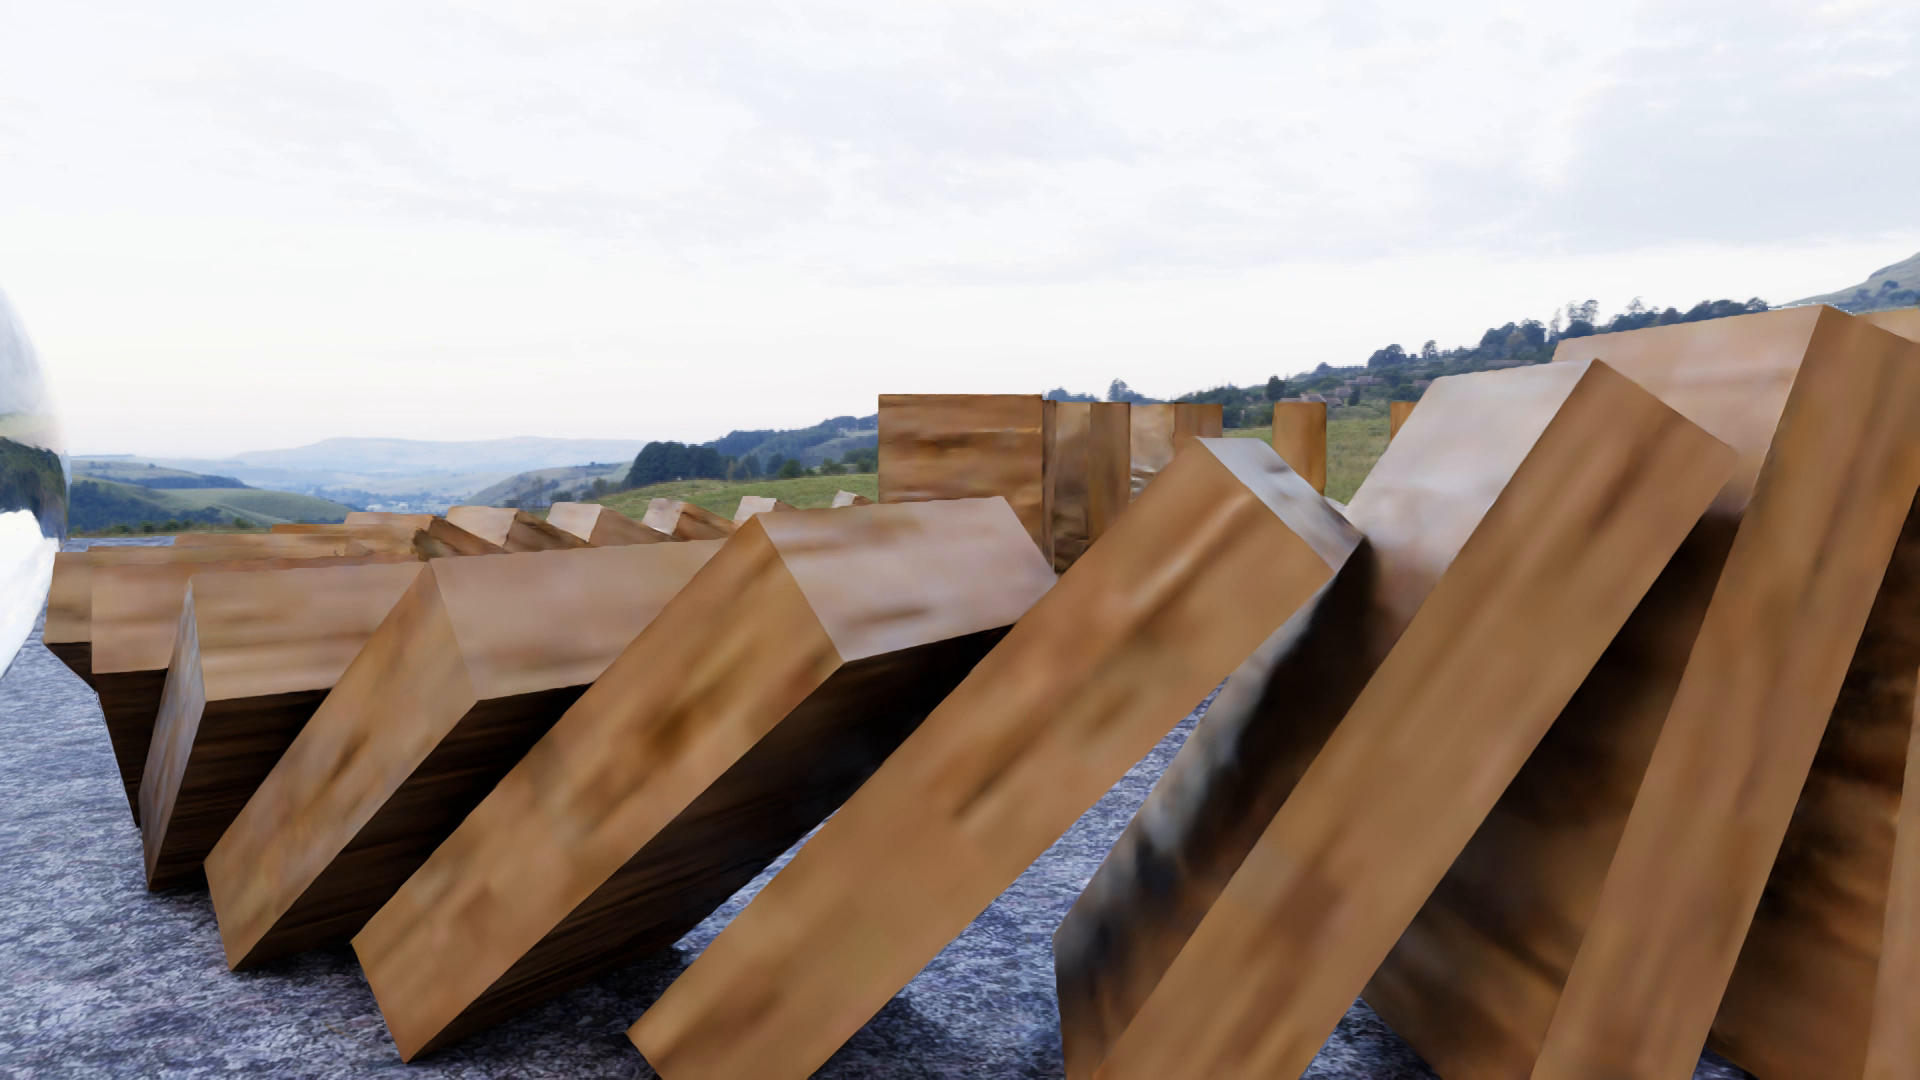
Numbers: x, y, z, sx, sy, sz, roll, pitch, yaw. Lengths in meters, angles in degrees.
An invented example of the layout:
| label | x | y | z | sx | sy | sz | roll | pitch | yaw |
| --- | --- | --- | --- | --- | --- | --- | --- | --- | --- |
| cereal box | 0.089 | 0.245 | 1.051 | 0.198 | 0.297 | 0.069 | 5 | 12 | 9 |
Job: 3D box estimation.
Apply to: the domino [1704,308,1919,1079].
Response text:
| label | x | y | z | sx | sy | sz | roll | pitch | yaw |
| --- | --- | --- | --- | --- | --- | --- | --- | --- | --- |
| domino | 0.058 | 0.011 | 0.089 | 0.010 | 0.050 | 0.025 | 5 | 3 | -13 |

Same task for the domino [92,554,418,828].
| label | x | y | z | sx | sy | sz | roll | pitch | yaw |
| --- | --- | --- | --- | --- | --- | --- | --- | --- | --- |
| domino | -0.071 | 0.017 | 0.130 | 0.025 | 0.009 | 0.050 | -2 | -24 | -30 |

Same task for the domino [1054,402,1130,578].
| label | x | y | z | sx | sy | sz | roll | pitch | yaw |
| --- | --- | --- | --- | --- | --- | --- | --- | --- | --- |
| domino | 0.020 | -0.001 | 0.241 | 0.009 | 0.050 | 0.025 | -3 | 5 | -34 |

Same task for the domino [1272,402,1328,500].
| label | x | y | z | sx | sy | sz | roll | pitch | yaw |
| --- | --- | --- | --- | --- | --- | --- | --- | --- | --- |
| domino | 0.065 | -0.001 | 0.249 | 0.010 | 0.050 | 0.025 | 1 | 4 | 14 |

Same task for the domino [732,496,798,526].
| label | x | y | z | sx | sy | sz | roll | pitch | yaw |
| --- | --- | --- | --- | --- | --- | --- | --- | --- | --- |
| domino | -0.030 | 0.004 | 0.321 | 0.050 | 0.009 | 0.025 | 26 | -8 | -26 |

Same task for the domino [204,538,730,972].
| label | x | y | z | sx | sy | sz | roll | pitch | yaw |
| --- | --- | --- | --- | --- | --- | --- | --- | --- | --- |
| domino | -0.037 | 0.017 | 0.099 | 0.025 | 0.010 | 0.050 | -5 | -27 | -48 |

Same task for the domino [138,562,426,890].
| label | x | y | z | sx | sy | sz | roll | pitch | yaw |
| --- | --- | --- | --- | --- | --- | --- | --- | --- | --- |
| domino | -0.056 | 0.017 | 0.114 | 0.025 | 0.010 | 0.050 | -3 | -25 | -38 |

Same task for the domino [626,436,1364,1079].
| label | x | y | z | sx | sy | sz | roll | pitch | yaw |
| --- | --- | --- | --- | --- | --- | --- | --- | --- | --- |
| domino | 0.003 | 0.015 | 0.082 | 0.010 | 0.050 | 0.025 | 46 | 17 | 11 |

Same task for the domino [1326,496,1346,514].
| label | x | y | z | sx | sy | sz | roll | pitch | yaw |
| --- | --- | --- | --- | --- | --- | --- | --- | --- | --- |
| domino | 0.110 | 0.003 | 0.335 | 0.050 | 0.010 | 0.025 | 30 | 17 | 23 |

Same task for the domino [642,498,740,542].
| label | x | y | z | sx | sy | sz | roll | pitch | yaw |
| --- | --- | --- | --- | --- | --- | --- | --- | --- | --- |
| domino | -0.049 | 0.005 | 0.308 | 0.050 | 0.009 | 0.025 | 26 | -10 | -29 |

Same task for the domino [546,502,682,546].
| label | x | y | z | sx | sy | sz | roll | pitch | yaw |
| --- | --- | --- | --- | --- | --- | --- | --- | --- | --- |
| domino | -0.066 | 0.006 | 0.290 | 0.050 | 0.009 | 0.025 | 29 | -15 | -38 |

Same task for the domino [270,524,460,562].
| label | x | y | z | sx | sy | sz | roll | pitch | yaw |
| --- | --- | --- | --- | --- | --- | --- | --- | --- | --- |
| domino | -0.092 | 0.011 | 0.221 | 0.025 | 0.009 | 0.050 | 1 | -21 | 10 |

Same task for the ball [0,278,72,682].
| label | x | y | z | sx | sy | sz | roll | pitch | yaw |
| --- | --- | --- | --- | --- | --- | --- | --- | --- | --- |
| ball | -0.130 | -0.006 | 0.117 | 0.080 | 0.080 | 0.080 | 0 | 4 | 0 |

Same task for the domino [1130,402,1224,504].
| label | x | y | z | sx | sy | sz | roll | pitch | yaw |
| --- | --- | --- | --- | --- | --- | --- | --- | --- | --- |
| domino | 0.042 | -0.001 | 0.251 | 0.009 | 0.050 | 0.025 | -1 | 4 | -11 |

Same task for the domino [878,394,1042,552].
| label | x | y | z | sx | sy | sz | roll | pitch | yaw |
| --- | --- | --- | --- | --- | --- | --- | --- | --- | --- |
| domino | 0.000 | 0.002 | 0.201 | 0.025 | 0.050 | 0.009 | 0 | 4 | 0 |

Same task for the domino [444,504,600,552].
| label | x | y | z | sx | sy | sz | roll | pitch | yaw |
| --- | --- | --- | --- | --- | --- | --- | --- | --- | --- |
| domino | -0.081 | 0.007 | 0.269 | 0.025 | 0.009 | 0.050 | 3 | -20 | 40 |

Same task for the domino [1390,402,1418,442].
| label | x | y | z | sx | sy | sz | roll | pitch | yaw |
| --- | --- | --- | --- | --- | --- | --- | --- | --- | --- |
| domino | 0.088 | 0.000 | 0.240 | 0.009 | 0.050 | 0.025 | 2 | 5 | 30 |

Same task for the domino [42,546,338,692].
| label | x | y | z | sx | sy | sz | roll | pitch | yaw |
| --- | --- | --- | --- | --- | --- | --- | --- | --- | --- |
| domino | -0.083 | 0.015 | 0.150 | 0.025 | 0.009 | 0.050 | -1 | -24 | -17 |

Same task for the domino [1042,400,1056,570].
| label | x | y | z | sx | sy | sz | roll | pitch | yaw |
| --- | --- | --- | --- | --- | --- | --- | --- | --- | --- |
| domino | 0.003 | 0.001 | 0.224 | 0.025 | 0.050 | 0.009 | 2 | 5 | 23 |

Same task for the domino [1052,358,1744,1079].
| label | x | y | z | sx | sy | sz | roll | pitch | yaw |
| --- | --- | --- | --- | --- | --- | --- | --- | --- | --- |
| domino | 0.024 | 0.013 | 0.082 | 0.009 | 0.050 | 0.025 | 33 | 5 | -1 |

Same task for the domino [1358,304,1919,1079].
| label | x | y | z | sx | sy | sz | roll | pitch | yaw |
| --- | --- | --- | --- | --- | --- | --- | --- | --- | --- |
| domino | 0.042 | 0.011 | 0.085 | 0.009 | 0.050 | 0.025 | 20 | 2 | -8 |

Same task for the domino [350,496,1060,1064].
| label | x | y | z | sx | sy | sz | roll | pitch | yaw |
| --- | --- | --- | --- | --- | --- | --- | --- | --- | --- |
| domino | -0.018 | 0.017 | 0.088 | 0.050 | 0.009 | 0.025 | -43 | -19 | 28 |

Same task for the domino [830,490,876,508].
| label | x | y | z | sx | sy | sz | roll | pitch | yaw |
| --- | --- | --- | --- | --- | --- | --- | --- | --- | --- |
| domino | -0.009 | 0.002 | 0.334 | 0.050 | 0.009 | 0.025 | 26 | -3 | -16 |

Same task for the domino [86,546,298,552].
| label | x | y | z | sx | sy | sz | roll | pitch | yaw |
| --- | --- | --- | --- | --- | --- | --- | --- | --- | --- |
| domino | -0.092 | 0.014 | 0.174 | 0.025 | 0.009 | 0.050 | 0 | -22 | -2 |

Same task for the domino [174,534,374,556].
| label | x | y | z | sx | sy | sz | roll | pitch | yaw |
| --- | --- | --- | --- | --- | --- | --- | --- | --- | --- |
| domino | -0.094 | 0.013 | 0.198 | 0.025 | 0.009 | 0.050 | 0 | -21 | 5 |

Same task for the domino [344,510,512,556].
| label | x | y | z | sx | sy | sz | roll | pitch | yaw |
| --- | --- | --- | --- | --- | --- | --- | --- | --- | --- |
| domino | -0.091 | 0.009 | 0.248 | 0.025 | 0.010 | 0.050 | 3 | -20 | 32 |
